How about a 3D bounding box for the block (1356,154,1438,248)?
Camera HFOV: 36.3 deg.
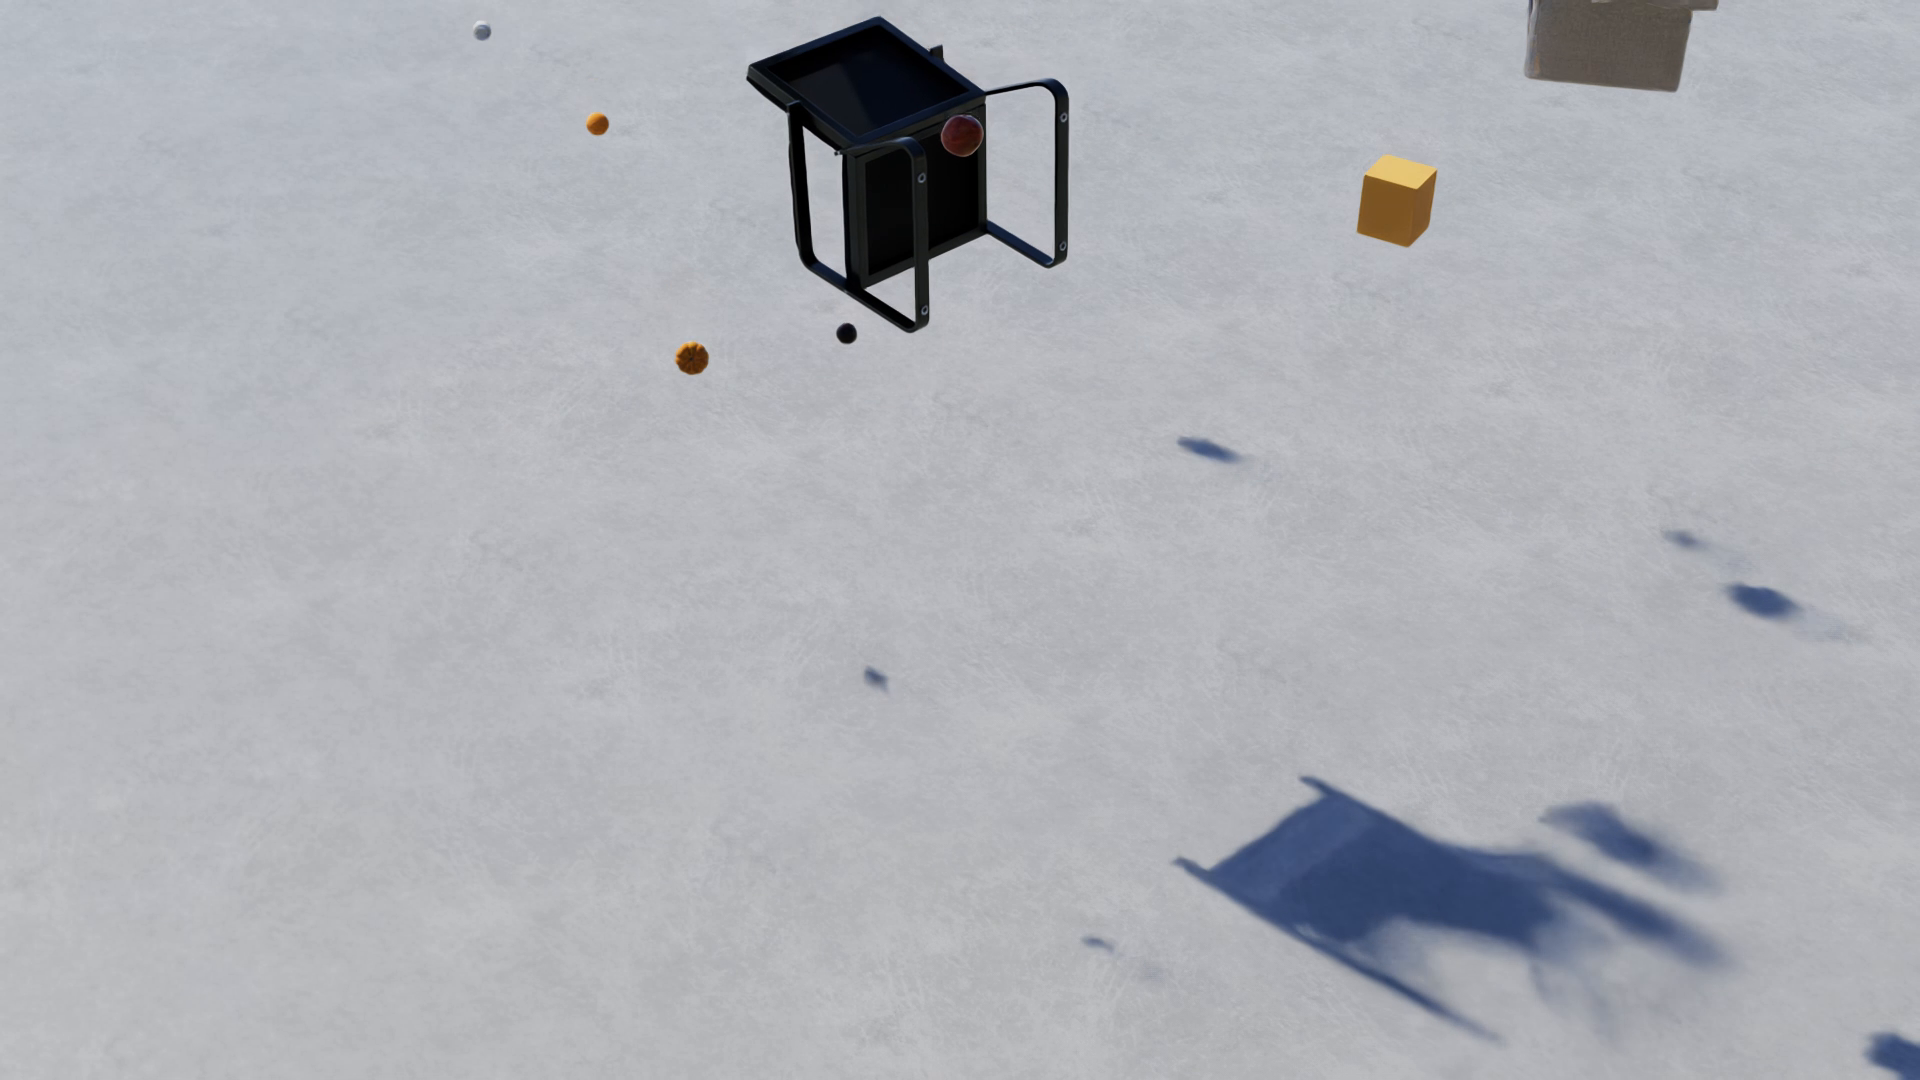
[{"bbox_3d":[1.280,-0.994,8.591,0.165,0.192,0.157,20,38,23],"label":"block"}]
